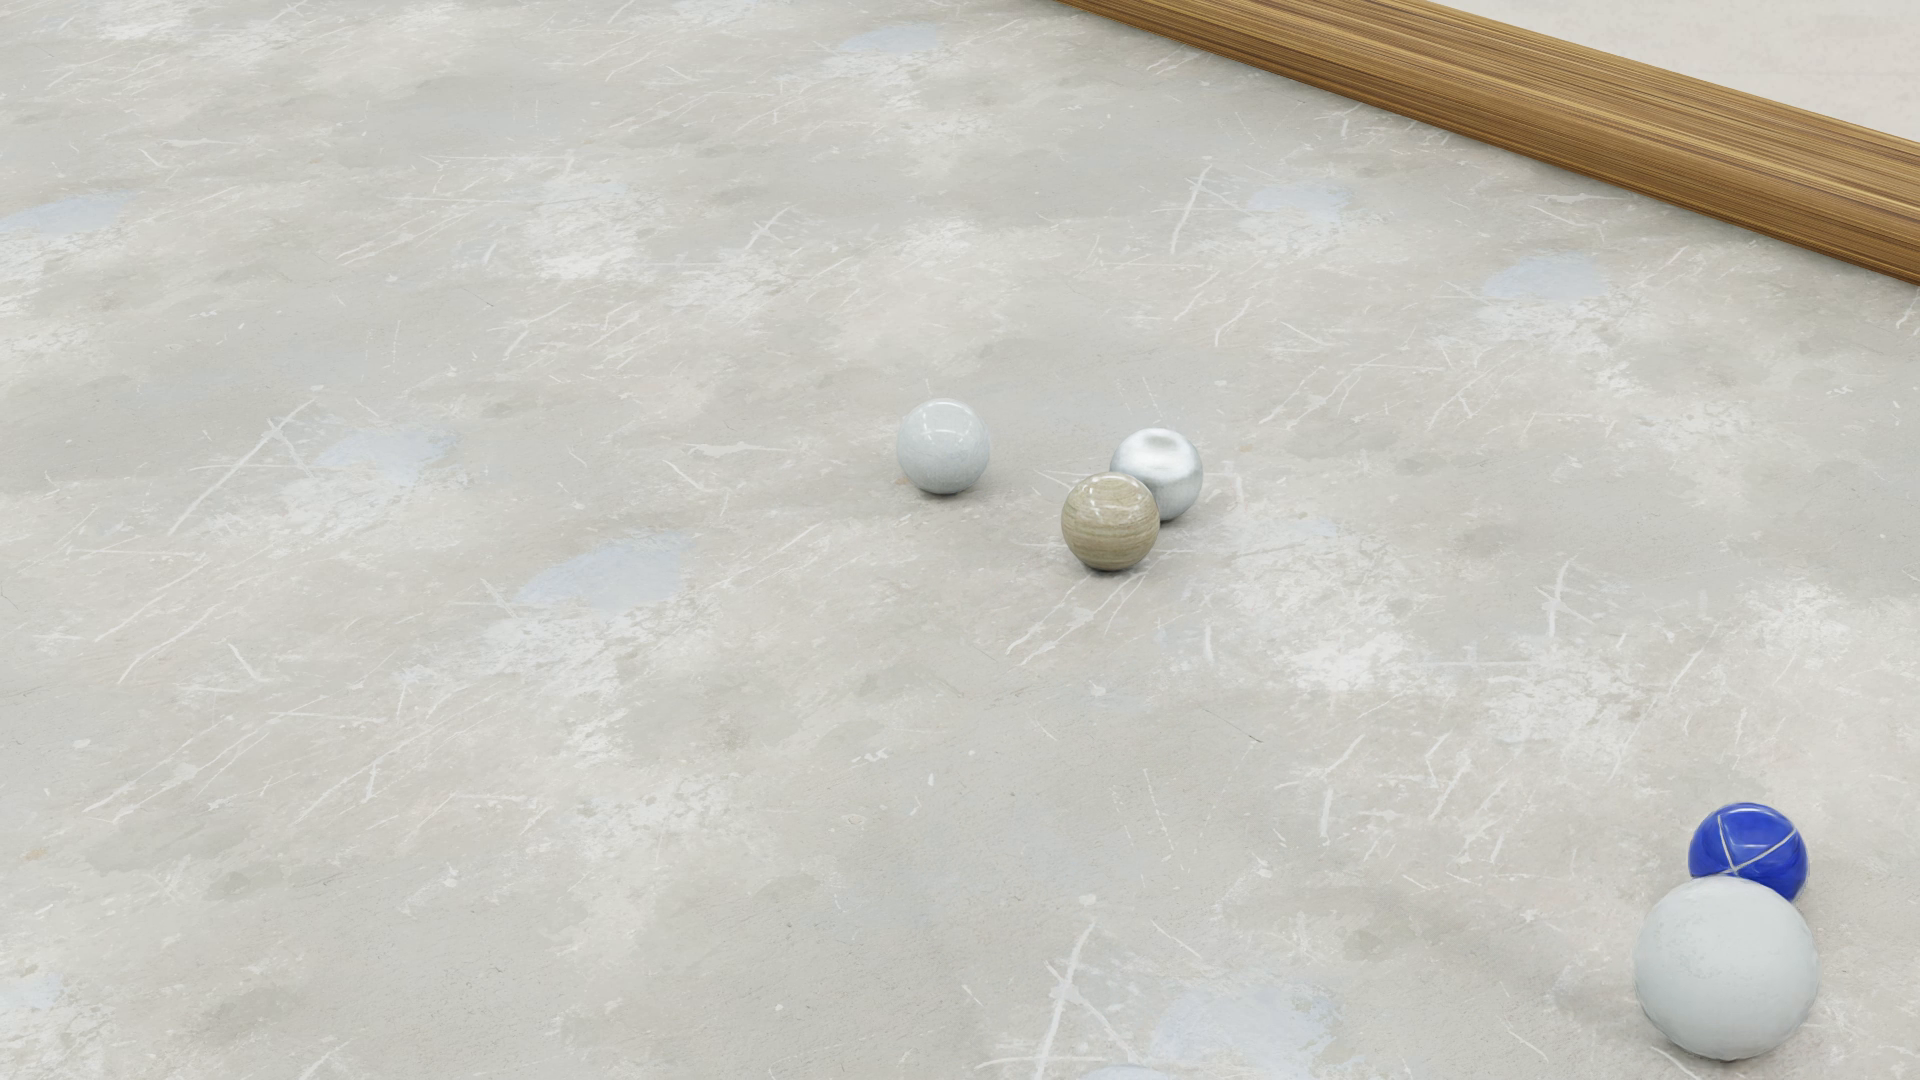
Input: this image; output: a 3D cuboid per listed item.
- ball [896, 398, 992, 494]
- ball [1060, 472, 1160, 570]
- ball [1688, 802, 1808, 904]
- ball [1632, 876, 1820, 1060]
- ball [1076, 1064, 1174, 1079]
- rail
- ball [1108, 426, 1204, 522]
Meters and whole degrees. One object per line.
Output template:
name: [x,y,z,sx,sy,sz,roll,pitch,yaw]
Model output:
ball: [-0.013,-0.072,2.255,0.074,0.074,0.074,0,26,0]
ball: [0.109,-0.014,2.135,0.072,0.072,0.072,0,26,0]
ball: [0.460,0.187,1.719,0.068,0.068,0.068,0,26,0]
ball: [0.414,0.231,1.592,0.099,0.099,0.099,0,26,0]
ball: [0.082,0.303,1.457,0.086,0.086,0.086,0,26,0]
rail: [0.187,-0.655,3.412,0.045,0.128,4.177,-18,31,-34]
ball: [0.148,-0.049,2.211,0.071,0.071,0.071,0,26,0]
